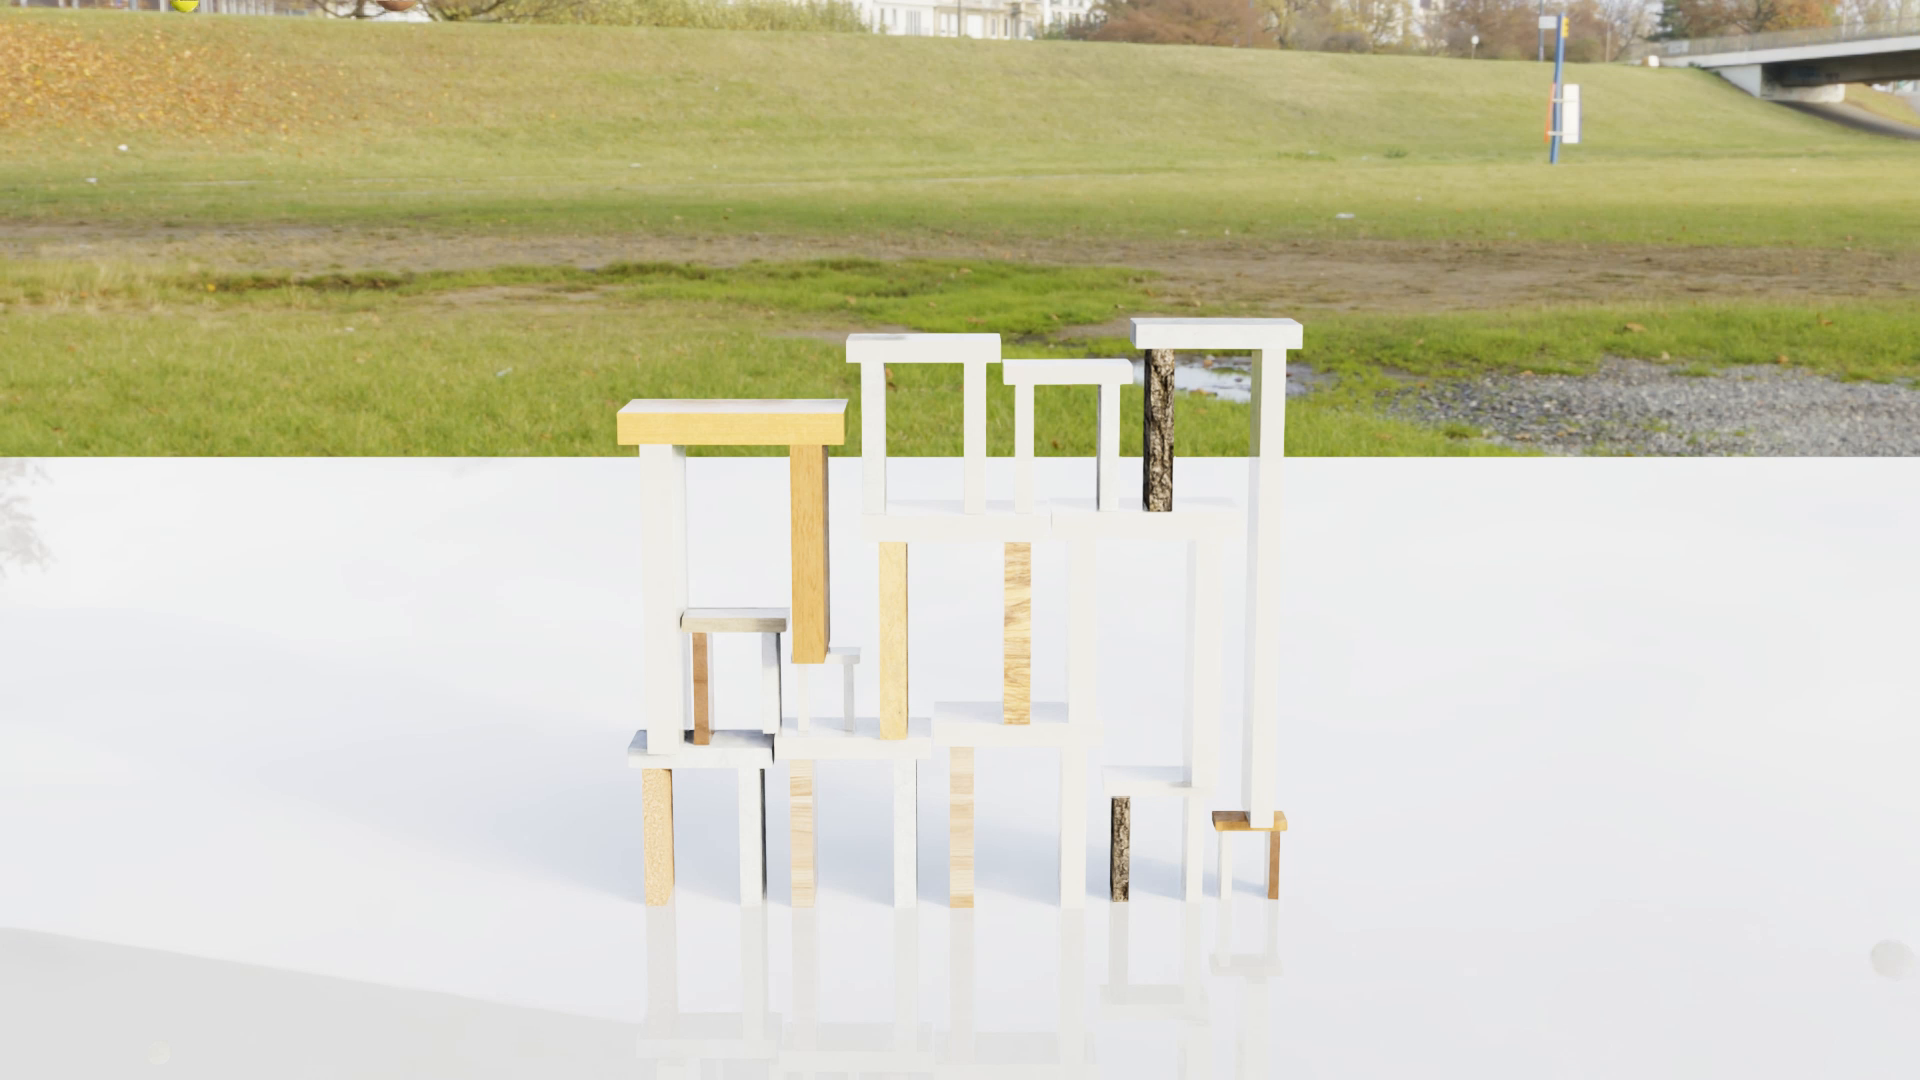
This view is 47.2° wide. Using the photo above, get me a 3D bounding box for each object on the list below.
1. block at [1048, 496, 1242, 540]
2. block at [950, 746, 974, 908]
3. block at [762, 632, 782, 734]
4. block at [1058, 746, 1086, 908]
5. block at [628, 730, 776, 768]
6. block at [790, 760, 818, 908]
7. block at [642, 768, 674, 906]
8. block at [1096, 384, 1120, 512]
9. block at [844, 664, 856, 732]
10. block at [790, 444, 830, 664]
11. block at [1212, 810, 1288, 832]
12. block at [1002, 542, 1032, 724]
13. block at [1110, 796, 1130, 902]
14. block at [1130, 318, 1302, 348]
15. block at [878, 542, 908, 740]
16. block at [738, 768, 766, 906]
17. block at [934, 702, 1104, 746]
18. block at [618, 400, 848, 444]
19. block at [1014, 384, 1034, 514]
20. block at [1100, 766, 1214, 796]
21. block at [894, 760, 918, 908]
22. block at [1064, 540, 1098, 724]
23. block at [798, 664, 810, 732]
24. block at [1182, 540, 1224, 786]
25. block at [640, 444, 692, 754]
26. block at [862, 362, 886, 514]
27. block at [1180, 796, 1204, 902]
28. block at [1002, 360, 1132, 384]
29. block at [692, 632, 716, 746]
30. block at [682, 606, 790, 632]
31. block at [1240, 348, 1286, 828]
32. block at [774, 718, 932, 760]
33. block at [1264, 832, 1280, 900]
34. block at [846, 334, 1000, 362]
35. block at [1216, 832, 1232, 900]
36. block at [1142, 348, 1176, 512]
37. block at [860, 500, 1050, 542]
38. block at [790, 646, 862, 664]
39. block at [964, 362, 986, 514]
[{"bbox_3d":[0.296,-0.036,3.558,0.301,0.043,0.151,0,11,0],"label":"block"},{"bbox_3d":[0.003,0.456,3.643,0.039,0.274,0.137,0,11,0],"label":"block"},{"bbox_3d":[-0.308,0.224,3.603,0.024,0.168,0.084,0,11,0],"label":"block"},{"bbox_3d":[0.185,0.456,3.643,0.039,0.274,0.137,0,11,0],"label":"block"},{"bbox_3d":[-0.422,0.344,3.623,0.234,0.033,0.117,0,11,0],"label":"block"},{"bbox_3d":[-0.258,0.467,3.642,0.036,0.252,0.126,0,11,0],"label":"block"},{"bbox_3d":[-0.500,0.475,3.648,0.033,0.234,0.117,0,11,0],"label":"block"},{"bbox_3d":[0.237,-0.155,3.527,0.029,0.203,0.101,0,11,0],"label":"block"},{"bbox_3d":[-0.181,0.252,3.607,0.016,0.113,0.056,0,11,0],"label":"block"},{"bbox_3d":[-0.242,0.008,3.559,0.050,0.353,0.176,0,10,0],"label":"block"},{"bbox_3d":[0.480,0.466,3.647,0.118,0.017,0.059,0,10,0],"label":"block"},{"bbox_3d":[0.092,0.137,3.582,0.042,0.299,0.149,0,11,0],"label":"block"},{"bbox_3d":[0.266,0.501,3.657,0.026,0.180,0.090,0,11,0],"label":"block"},{"bbox_3d":[0.405,-0.329,3.501,0.259,0.037,0.130,0,10,0],"label":"block"},{"bbox_3d":[-0.107,0.149,3.584,0.042,0.323,0.149,0,11,0],"label":"block"},{"bbox_3d":[-0.344,0.475,3.648,0.033,0.234,0.117,0,11,0],"label":"block"},{"bbox_3d":[0.094,0.302,3.615,0.274,0.039,0.137,0,11,0],"label":"block"},{"bbox_3d":[-0.359,-0.190,3.522,0.353,0.050,0.176,0,11,0],"label":"block"},{"bbox_3d":[0.102,-0.153,3.528,0.029,0.206,0.101,0,11,0],"label":"block"},{"bbox_3d":[0.326,0.399,3.638,0.180,0.025,0.090,0,11,-1],"label":"block"},{"bbox_3d":[-0.090,0.467,3.642,0.036,0.252,0.126,0,11,0],"label":"block"},{"bbox_3d":[0.197,0.134,3.589,0.043,0.302,0.151,0,11,0],"label":"block"},{"bbox_3d":[-0.256,0.252,3.606,0.016,0.113,0.056,0,11,0],"label":"block"},{"bbox_3d":[0.397,0.185,3.601,0.043,0.408,0.151,0,11,0],"label":"block"},{"bbox_3d":[-0.477,0.081,3.572,0.050,0.502,0.176,0,11,0],"label":"block"},{"bbox_3d":[-0.137,-0.170,3.524,0.034,0.241,0.121,0,11,0],"label":"block"},{"bbox_3d":[0.387,0.501,3.657,0.026,0.180,0.090,0,11,0],"label":"block"},{"bbox_3d":[0.170,-0.268,3.507,0.202,0.029,0.101,0,11,-1],"label":"block"},{"bbox_3d":[-0.420,0.234,3.605,0.024,0.189,0.084,0,11,0],"label":"block"},{"bbox_3d":[-0.364,0.130,3.585,0.168,0.024,0.084,0,11,0],"label":"block"},{"bbox_3d":[0.492,0.073,3.576,0.037,0.781,0.130,0,10,0],"label":"block"},{"bbox_3d":[-0.174,0.325,3.616,0.252,0.036,0.126,0,11,0],"label":"block"},{"bbox_3d":[0.519,0.532,3.659,0.017,0.118,0.059,0,11,0],"label":"block"},{"bbox_3d":[-0.057,-0.306,3.499,0.241,0.034,0.121,0,11,0],"label":"block"},{"bbox_3d":[0.440,0.532,3.659,0.017,0.118,0.059,0,11,0],"label":"block"},{"bbox_3d":[0.318,-0.184,3.529,0.037,0.259,0.130,0,11,0],"label":"block"},{"bbox_3d":[-0.008,-0.031,3.550,0.299,0.042,0.149,0,11,0],"label":"block"},{"bbox_3d":[-0.219,0.189,3.595,0.113,0.016,0.056,0,10,0],"label":"block"},{"bbox_3d":[0.023,-0.170,3.523,0.034,0.241,0.121,0,11,0],"label":"block"}]
